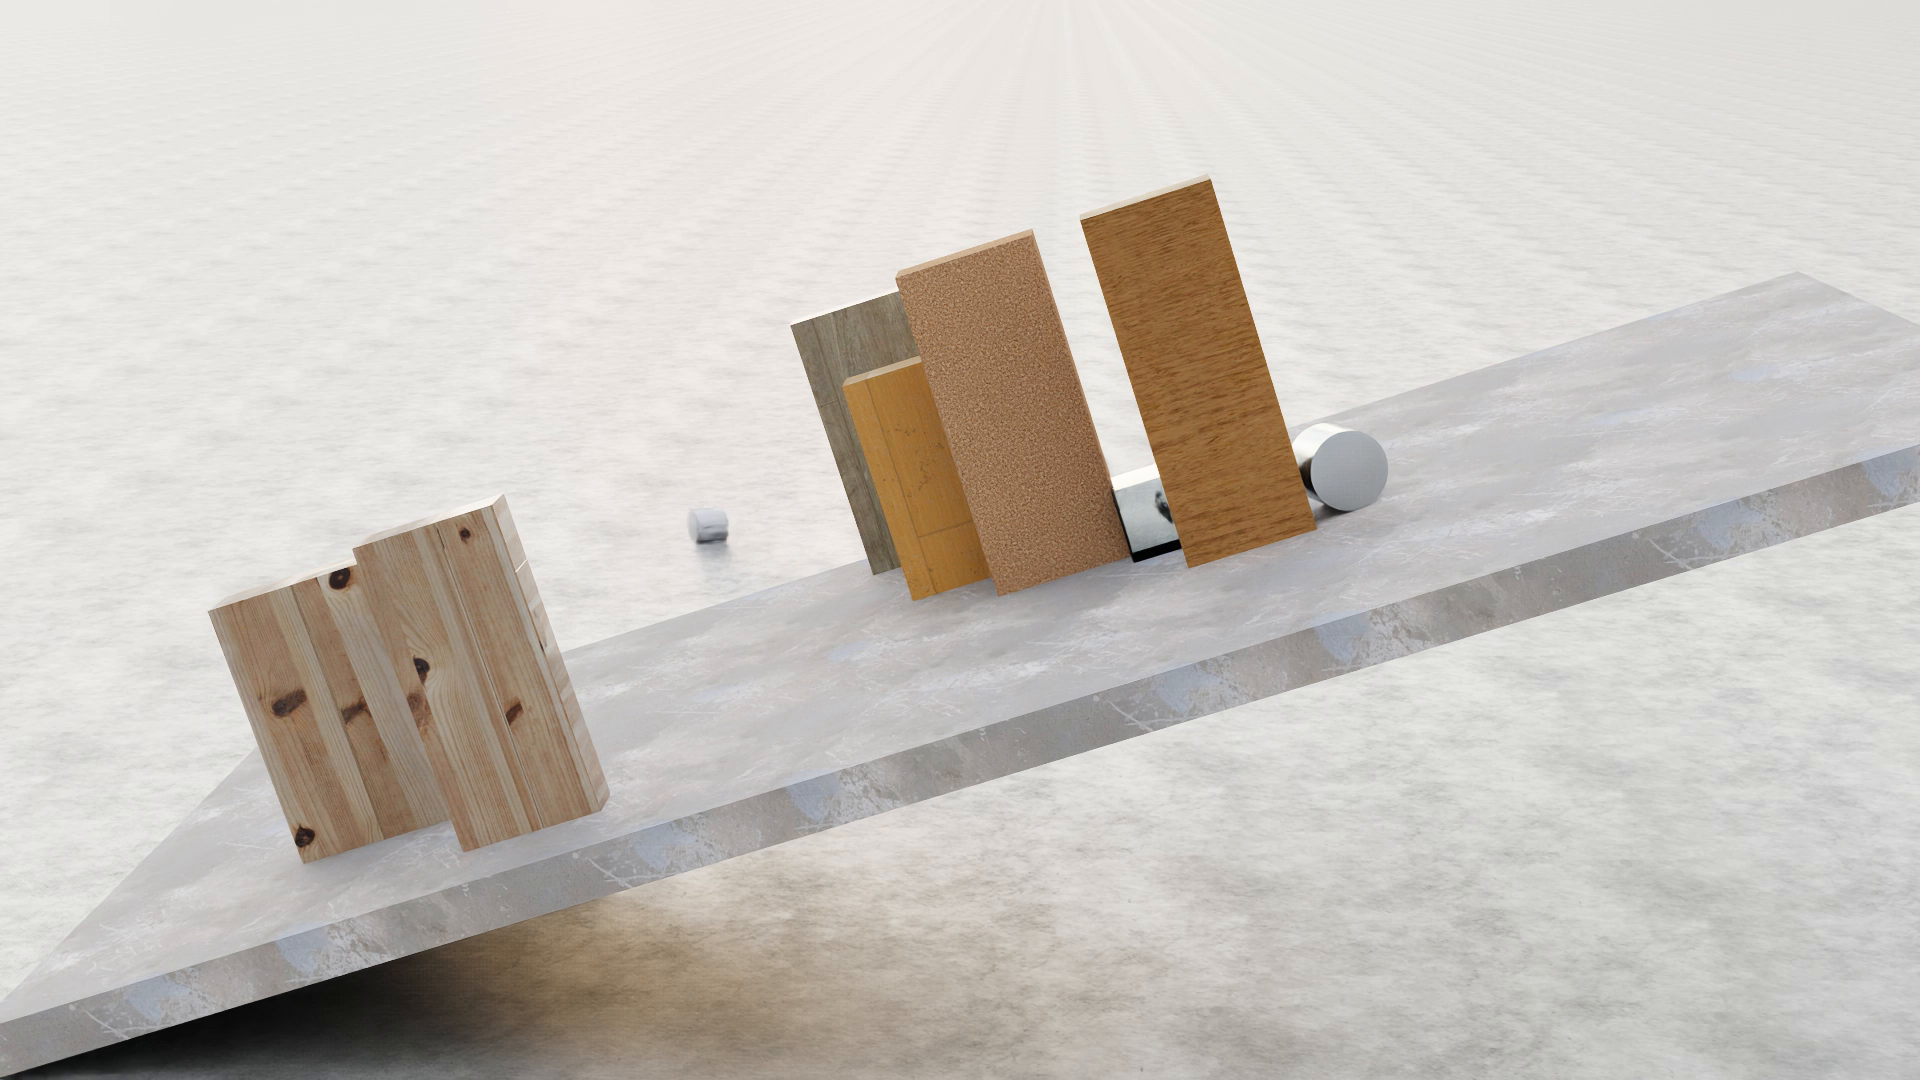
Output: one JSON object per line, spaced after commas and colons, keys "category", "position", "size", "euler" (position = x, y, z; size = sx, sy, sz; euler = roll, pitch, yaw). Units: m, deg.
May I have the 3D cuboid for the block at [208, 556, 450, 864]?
{"category": "block", "position": [-1.256, 0.337, 5.994], "size": [0.348, 0.554, 0.139], "euler": [-17, 10, 5]}

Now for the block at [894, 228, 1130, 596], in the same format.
{"category": "block", "position": [0.120, -0.275, 6.364], "size": [0.305, 0.726, 0.147], "euler": [-17, 10, 5]}

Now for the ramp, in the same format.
{"category": "ramp", "position": [0.100, 0.183, 6.311], "size": [4.000, 0.100, 2.000], "euler": [-17, 10, 5]}

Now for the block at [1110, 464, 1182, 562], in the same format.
{"category": "block", "position": [0.426, -0.066, 6.324], "size": [0.163, 0.163, 0.163], "euler": [-17, 10, 6]}

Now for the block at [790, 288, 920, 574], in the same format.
{"category": "block", "position": [-0.126, -0.275, 7.039], "size": [0.373, 0.634, 0.095], "euler": [-17, 10, 5]}

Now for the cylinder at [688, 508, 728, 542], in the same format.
{"category": "cylinder", "position": [-0.897, -0.051, 10.485], "size": [0.114, 0.114, 0.114], "euler": [-5, 12, -22]}

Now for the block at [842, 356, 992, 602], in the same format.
{"category": "block", "position": [-0.036, -0.158, 6.620], "size": [0.306, 0.511, 0.124], "euler": [-17, 10, 5]}

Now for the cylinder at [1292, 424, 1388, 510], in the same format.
{"category": "cylinder", "position": [0.789, -0.154, 6.149], "size": [0.167, 0.167, 0.167], "euler": [-2, 8, -10]}

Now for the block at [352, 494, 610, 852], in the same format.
{"category": "block", "position": [-0.914, 0.255, 5.639], "size": [0.282, 0.625, 0.119], "euler": [-17, 10, 5]}

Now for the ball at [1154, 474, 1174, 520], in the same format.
{"category": "ball", "position": [0.498, -0.108, 6.480], "size": [0.141, 0.141, 0.141], "euler": [0, 11, 0]}

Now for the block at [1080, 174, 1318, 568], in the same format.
{"category": "block", "position": [0.488, -0.345, 6.035], "size": [0.275, 0.750, 0.133], "euler": [-17, 10, 5]}
